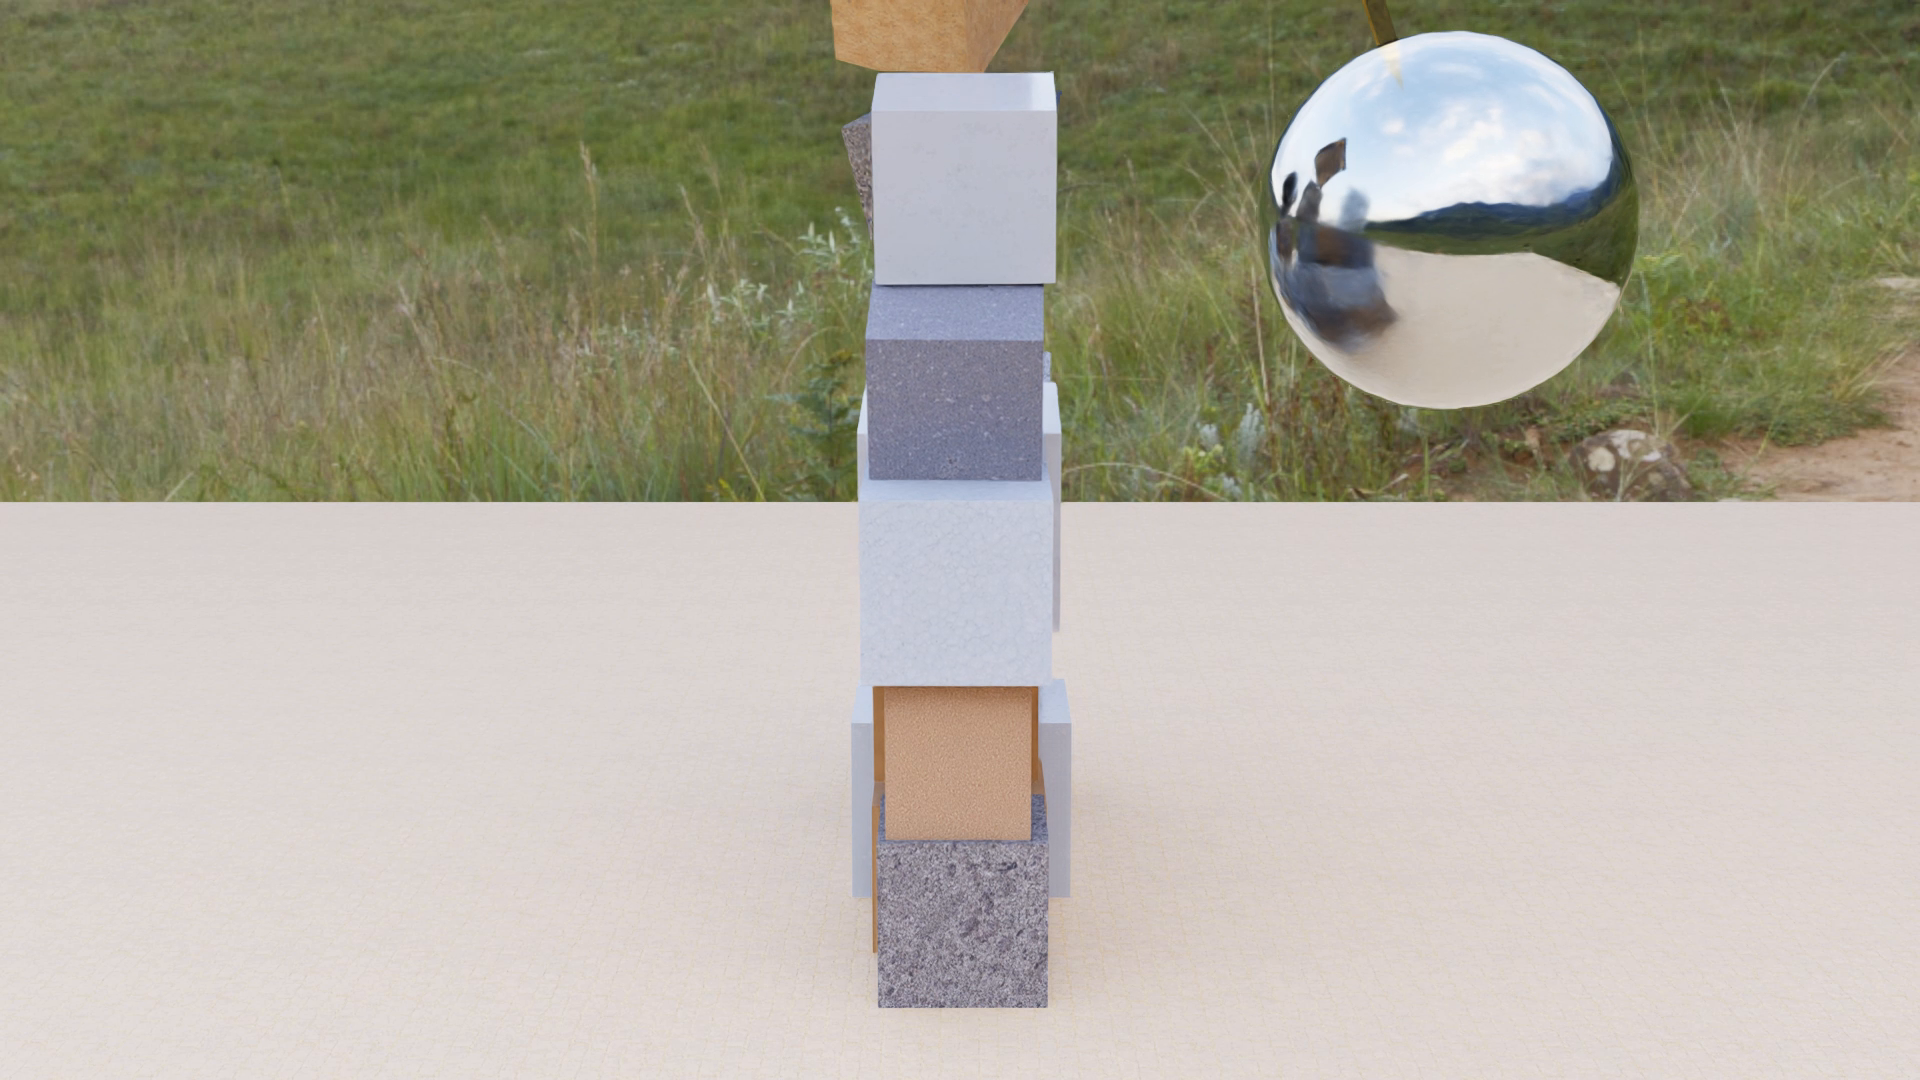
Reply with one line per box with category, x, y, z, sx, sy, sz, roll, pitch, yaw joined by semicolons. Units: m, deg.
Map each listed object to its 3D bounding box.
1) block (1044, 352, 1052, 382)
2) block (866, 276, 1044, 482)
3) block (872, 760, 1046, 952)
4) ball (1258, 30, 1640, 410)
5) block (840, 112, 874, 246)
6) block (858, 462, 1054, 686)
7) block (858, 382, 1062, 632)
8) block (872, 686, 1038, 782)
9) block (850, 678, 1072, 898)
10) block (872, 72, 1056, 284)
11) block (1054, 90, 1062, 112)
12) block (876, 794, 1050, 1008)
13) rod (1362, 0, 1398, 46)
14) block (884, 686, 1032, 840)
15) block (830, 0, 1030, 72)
block;-0.003;-0.330;11.260;0.781;0.767;0.787;1;26;3
block;-0.011;-0.628;9.686;0.645;0.581;0.623;0;30;1
block;-0.003;1.305;10.669;0.701;0.615;0.700;0;10;0
ball;2.074;-1.358;10.933;1.600;1.600;1.600;0;10;0
block;-0.105;-1.591;10.802;0.499;0.513;0.530;-6;19;27
block;-0.013;0.115;9.653;0.699;0.693;0.716;0;13;0
block;0.002;-0.142;10.386;0.788;0.817;0.778;0;18;0
block;-0.018;0.557;10.592;0.661;0.639;0.720;0;18;0
block;0.006;1.089;11.405;0.941;0.776;0.813;0;10;0
block;0.020;-1.383;9.771;0.679;0.664;0.582;0;24;1
block;0.197;-1.758;11.334;0.386;0.421;0.342;13;-24;-1
block;0.011;1.398;9.994;0.647;0.656;0.612;0;12;0
rod;0.899;-4.497;10.363;0.080;5.200;0.080;-20;10;4
block;-0.007;0.749;9.911;0.548;0.647;0.629;0;12;0
block;-0.114;-2.369;10.520;0.604;0.682;0.679;18;55;16
